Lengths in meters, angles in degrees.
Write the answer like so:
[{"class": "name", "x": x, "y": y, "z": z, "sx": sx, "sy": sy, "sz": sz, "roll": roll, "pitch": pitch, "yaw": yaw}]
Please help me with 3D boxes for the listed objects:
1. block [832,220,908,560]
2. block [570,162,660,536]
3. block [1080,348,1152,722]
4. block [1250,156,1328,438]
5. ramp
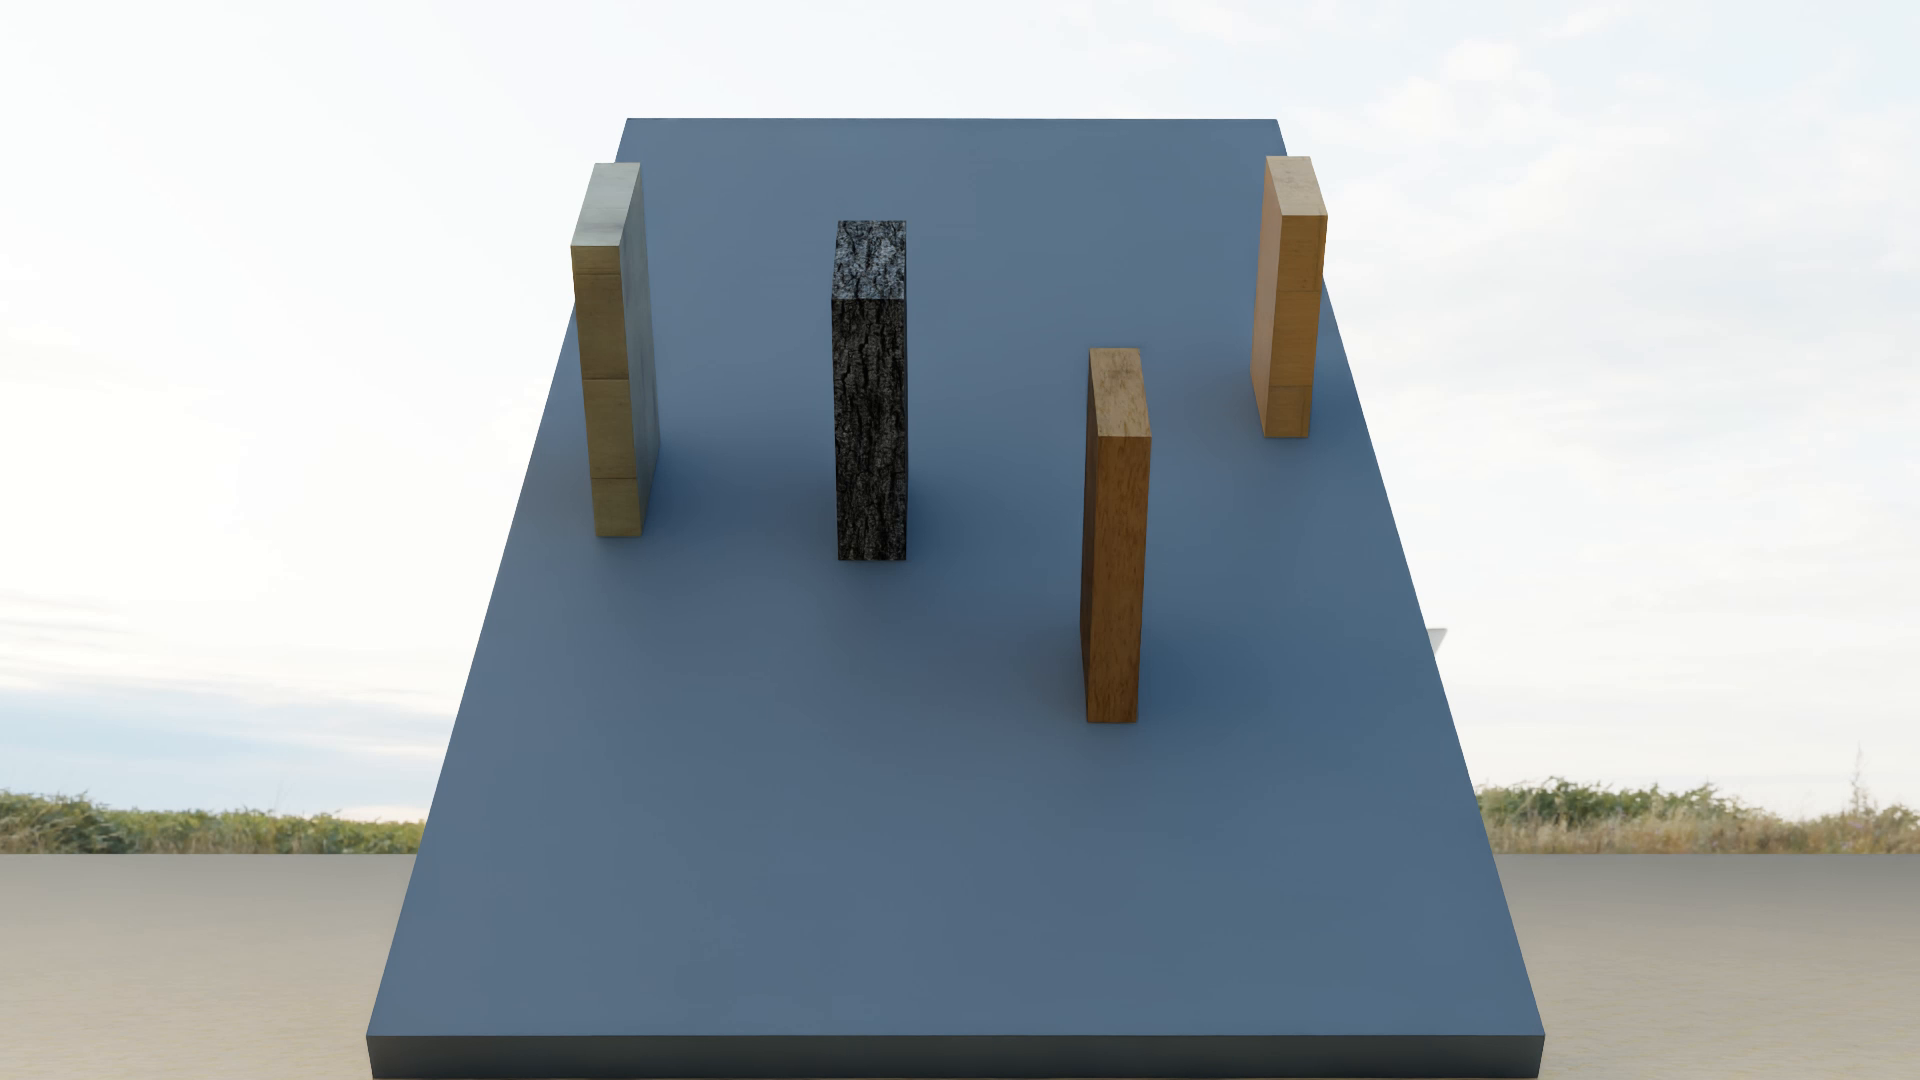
[{"class": "block", "x": -0.194, "y": -0.329, "z": 5.400, "sx": 0.150, "sy": 0.642, "sz": 0.384, "roll": 0, "pitch": 32, "yaw": 0}, {"class": "block", "x": -0.764, "y": -0.426, "z": 5.480, "sx": 0.102, "sy": 0.716, "sz": 0.429, "roll": 0, "pitch": 32, "yaw": 0}, {"class": "block", "x": 0.305, "y": -0.007, "z": 4.877, "sx": 0.098, "sy": 0.660, "sz": 0.351, "roll": 0, "pitch": 32, "yaw": 0}, {"class": "block", "x": 0.783, "y": -0.582, "z": 5.864, "sx": 0.105, "sy": 0.581, "sz": 0.335, "roll": 0, "pitch": 32, "yaw": 0}, {"class": "ramp", "x": -0.015, "y": -0.187, "z": 5.870, "sx": 2.000, "sy": 0.100, "sz": 4.000, "roll": 0, "pitch": 32, "yaw": 0}]
